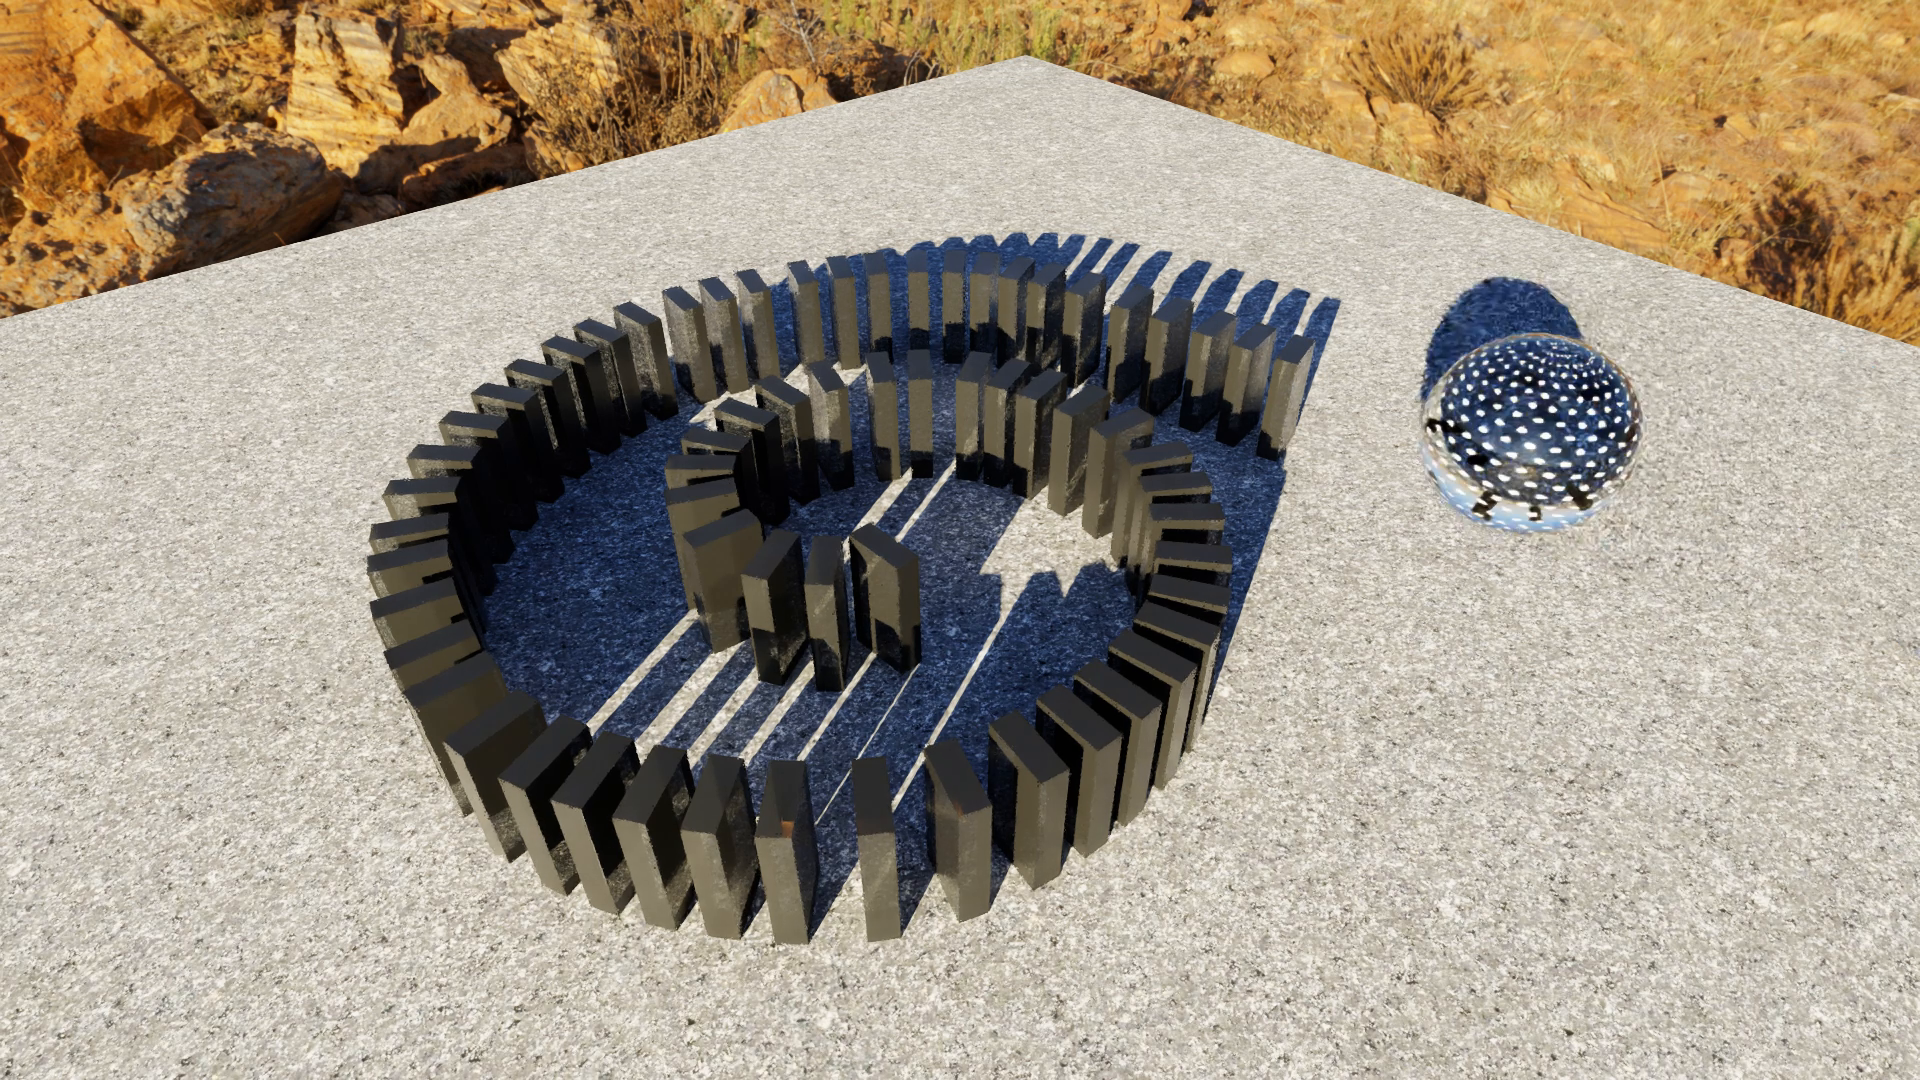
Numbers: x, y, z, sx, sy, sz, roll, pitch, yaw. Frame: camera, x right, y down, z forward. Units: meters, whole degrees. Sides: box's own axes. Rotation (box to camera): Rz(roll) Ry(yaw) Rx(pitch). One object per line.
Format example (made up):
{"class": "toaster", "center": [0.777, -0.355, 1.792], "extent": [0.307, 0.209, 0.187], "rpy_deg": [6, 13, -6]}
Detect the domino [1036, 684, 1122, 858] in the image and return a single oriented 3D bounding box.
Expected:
{"class": "domino", "center": [0.034, 0.069, 0.327], "extent": [0.009, 0.050, 0.025], "rpy_deg": [-27, 47, -29]}

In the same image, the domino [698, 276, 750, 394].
{"class": "domino", "center": [-0.114, -0.099, 0.532], "extent": [0.009, 0.050, 0.025], "rpy_deg": [-20, 43, -23]}

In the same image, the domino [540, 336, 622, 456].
{"class": "domino", "center": [-0.168, -0.064, 0.490], "extent": [0.025, 0.050, 0.009], "rpy_deg": [20, 43, 22]}

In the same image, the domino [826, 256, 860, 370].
{"class": "domino", "center": [-0.058, -0.113, 0.550], "extent": [0.009, 0.050, 0.025], "rpy_deg": [-10, 40, -12]}

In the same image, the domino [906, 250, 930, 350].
{"class": "domino", "center": [-0.021, -0.117, 0.555], "extent": [0.009, 0.050, 0.025], "rpy_deg": [-2, 39, -3]}

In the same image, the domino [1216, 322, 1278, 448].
{"class": "domino", "center": [0.129, -0.070, 0.497], "extent": [0.009, 0.050, 0.025], "rpy_deg": [26, 46, 28]}

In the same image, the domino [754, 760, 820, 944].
{"class": "domino", "center": [-0.047, 0.087, 0.305], "extent": [0.009, 0.050, 0.025], "rpy_deg": [1, 39, 2]}

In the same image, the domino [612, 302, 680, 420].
{"class": "domino", "center": [-0.146, -0.083, 0.513], "extent": [0.025, 0.050, 0.009], "rpy_deg": [31, 49, 32]}

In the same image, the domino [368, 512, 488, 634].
{"class": "domino", "center": [-0.189, 0.015, 0.394], "extent": [0.025, 0.050, 0.009], "rpy_deg": [-10, 40, -12]}

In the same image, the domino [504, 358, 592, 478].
{"class": "domino", "center": [-0.177, -0.052, 0.475], "extent": [0.025, 0.050, 0.010], "rpy_deg": [15, 42, 18]}

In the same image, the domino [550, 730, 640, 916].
{"class": "domino", "center": [-0.099, 0.081, 0.313], "extent": [0.010, 0.050, 0.025], "rpy_deg": [12, 41, 15]}

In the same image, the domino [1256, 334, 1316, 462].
{"class": "domino", "center": [0.144, -0.063, 0.488], "extent": [0.009, 0.050, 0.025], "rpy_deg": [22, 44, 24]}

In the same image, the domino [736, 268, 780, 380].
{"class": "domino", "center": [-0.099, -0.104, 0.538], "extent": [0.009, 0.050, 0.025], "rpy_deg": [-17, 42, -19]}

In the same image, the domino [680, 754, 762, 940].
{"class": "domino", "center": [-0.065, 0.086, 0.306], "extent": [0.009, 0.050, 0.025], "rpy_deg": [5, 40, 6]}

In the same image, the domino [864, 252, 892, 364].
{"class": "domino", "center": [-0.041, -0.116, 0.553], "extent": [0.009, 0.050, 0.025], "rpy_deg": [-7, 40, -8]}

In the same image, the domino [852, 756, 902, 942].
{"class": "domino", "center": [-0.023, 0.087, 0.306], "extent": [0.009, 0.050, 0.025], "rpy_deg": [-5, 40, -6]}

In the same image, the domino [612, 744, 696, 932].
{"class": "domino", "center": [-0.083, 0.084, 0.309], "extent": [0.010, 0.050, 0.025], "rpy_deg": [9, 40, 10]}

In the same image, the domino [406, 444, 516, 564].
{"class": "domino", "center": [-0.193, -0.013, 0.428], "extent": [0.025, 0.050, 0.009], "rpy_deg": [3, 39, 4]}

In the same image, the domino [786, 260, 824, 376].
{"class": "domino", "center": [-0.076, -0.110, 0.545], "extent": [0.009, 0.050, 0.025], "rpy_deg": [-13, 41, -15]}

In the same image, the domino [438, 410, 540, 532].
{"class": "domino", "center": [-0.190, -0.027, 0.445], "extent": [0.025, 0.050, 0.010], "rpy_deg": [8, 40, 10]}

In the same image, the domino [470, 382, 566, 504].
{"class": "domino", "center": [-0.184, -0.040, 0.460], "extent": [0.025, 0.050, 0.010], "rpy_deg": [12, 41, 14]}

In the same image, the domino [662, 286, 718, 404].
{"class": "domino", "center": [-0.129, -0.093, 0.525], "extent": [0.009, 0.050, 0.025], "rpy_deg": [-24, 45, -27]}

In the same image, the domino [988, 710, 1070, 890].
{"class": "domino", "center": [0.019, 0.076, 0.319], "extent": [0.009, 0.050, 0.025], "rpy_deg": [-22, 44, -25]}

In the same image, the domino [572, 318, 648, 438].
{"class": "domino", "center": [-0.159, -0.073, 0.501], "extent": [0.025, 0.050, 0.009], "rpy_deg": [24, 45, 26]}

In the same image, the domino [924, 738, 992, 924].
{"class": "domino", "center": [-0.001, 0.083, 0.311], "extent": [0.010, 0.050, 0.025], "rpy_deg": [-15, 42, -17]}

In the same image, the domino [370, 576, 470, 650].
{"class": "domino", "center": [-0.174, 0.038, 0.365], "extent": [0.025, 0.050, 0.010], "rpy_deg": [-19, 43, -22]}

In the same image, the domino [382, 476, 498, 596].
{"class": "domino", "center": [-0.194, 0.000, 0.412], "extent": [0.025, 0.050, 0.009], "rpy_deg": [-3, 39, -4]}

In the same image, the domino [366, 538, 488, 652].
{"class": "domino", "center": [-0.184, 0.025, 0.381], "extent": [0.025, 0.050, 0.009], "rpy_deg": [-14, 41, -17]}

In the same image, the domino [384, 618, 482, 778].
{"class": "domino", "center": [-0.161, 0.051, 0.349], "extent": [0.025, 0.050, 0.009], "rpy_deg": [-24, 45, -27]}

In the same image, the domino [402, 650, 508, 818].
{"class": "domino", "center": [-0.149, 0.060, 0.338], "extent": [0.025, 0.050, 0.010], "rpy_deg": [-30, 48, -31]}

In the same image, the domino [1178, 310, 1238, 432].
{"class": "domino", "center": [0.114, -0.077, 0.506], "extent": [0.010, 0.050, 0.025], "rpy_deg": [26, 46, 28]}

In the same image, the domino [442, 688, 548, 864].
{"class": "domino", "center": [-0.132, 0.070, 0.326], "extent": [0.010, 0.050, 0.025], "rpy_deg": [26, 46, 28]}

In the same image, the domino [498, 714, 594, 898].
{"class": "domino", "center": [-0.114, 0.077, 0.317], "extent": [0.010, 0.050, 0.025], "rpy_deg": [17, 42, 20]}
